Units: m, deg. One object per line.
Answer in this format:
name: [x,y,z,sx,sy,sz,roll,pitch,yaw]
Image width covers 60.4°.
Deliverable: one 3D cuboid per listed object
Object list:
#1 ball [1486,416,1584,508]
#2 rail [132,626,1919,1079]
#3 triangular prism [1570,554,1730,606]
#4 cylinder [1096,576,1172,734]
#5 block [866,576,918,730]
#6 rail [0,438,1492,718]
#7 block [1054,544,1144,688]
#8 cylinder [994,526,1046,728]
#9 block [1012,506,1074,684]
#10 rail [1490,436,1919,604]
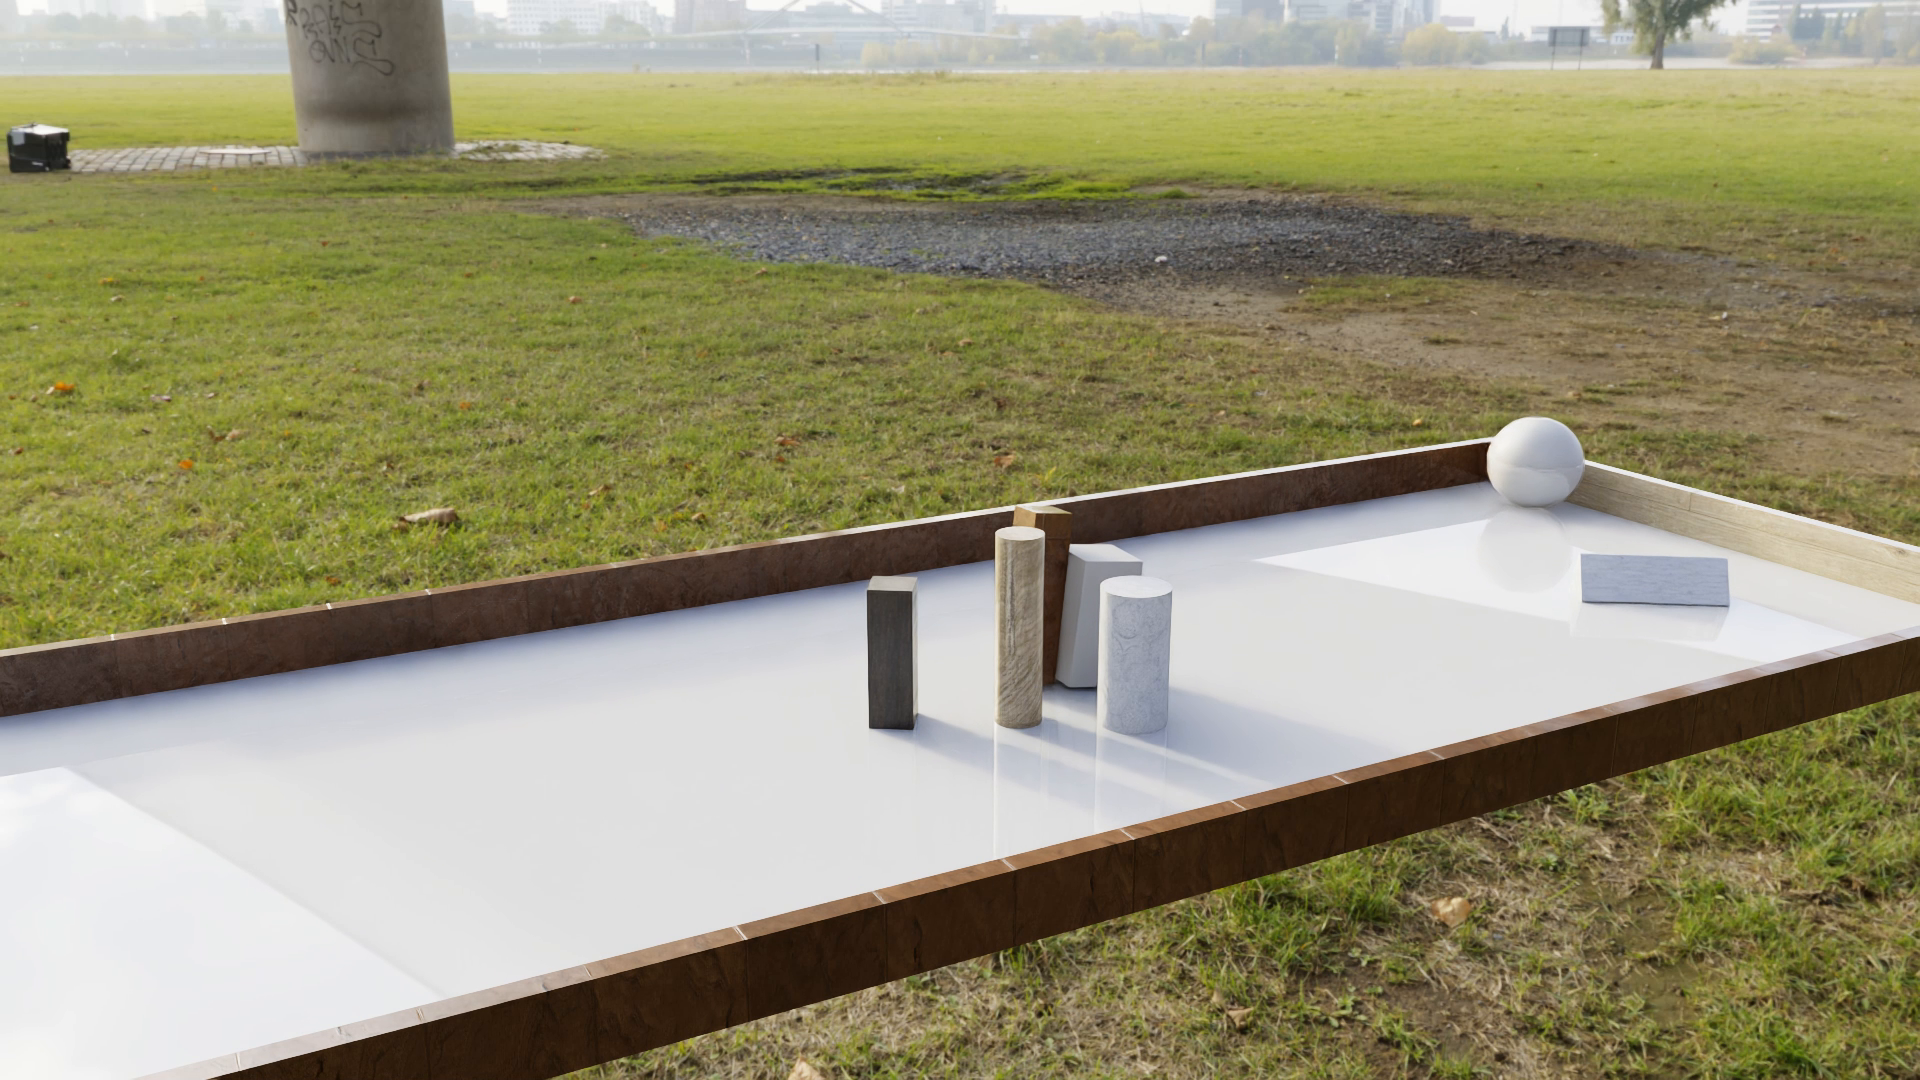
ball: [1.988,-0.269,5.706,0.318,0.318,0.318,0,16,0]
rail: [-2.336,1.006,1.665,12.000,0.150,0.050,-9,18,-27]
triangular prism: [1.997,0.103,4.771,0.409,0.124,0.143,2,17,6]
cylinder: [0.407,0.267,3.854,0.166,0.334,0.166,0,16,0]
block: [-0.156,0.264,3.853,0.105,0.341,0.105,1,16,5]
rail: [-3.305,0.497,3.399,12.000,0.150,0.050,-9,18,-27]
block: [0.327,0.187,4.119,0.160,0.321,0.160,0,15,-25]
cylinder: [0.138,0.205,3.842,0.114,0.459,0.114,0,16,0]
block: [0.186,0.136,4.098,0.105,0.431,0.105,1,11,-28]
rail: [2.466,-0.048,5.253,0.050,0.150,2.100,-9,18,-27]
